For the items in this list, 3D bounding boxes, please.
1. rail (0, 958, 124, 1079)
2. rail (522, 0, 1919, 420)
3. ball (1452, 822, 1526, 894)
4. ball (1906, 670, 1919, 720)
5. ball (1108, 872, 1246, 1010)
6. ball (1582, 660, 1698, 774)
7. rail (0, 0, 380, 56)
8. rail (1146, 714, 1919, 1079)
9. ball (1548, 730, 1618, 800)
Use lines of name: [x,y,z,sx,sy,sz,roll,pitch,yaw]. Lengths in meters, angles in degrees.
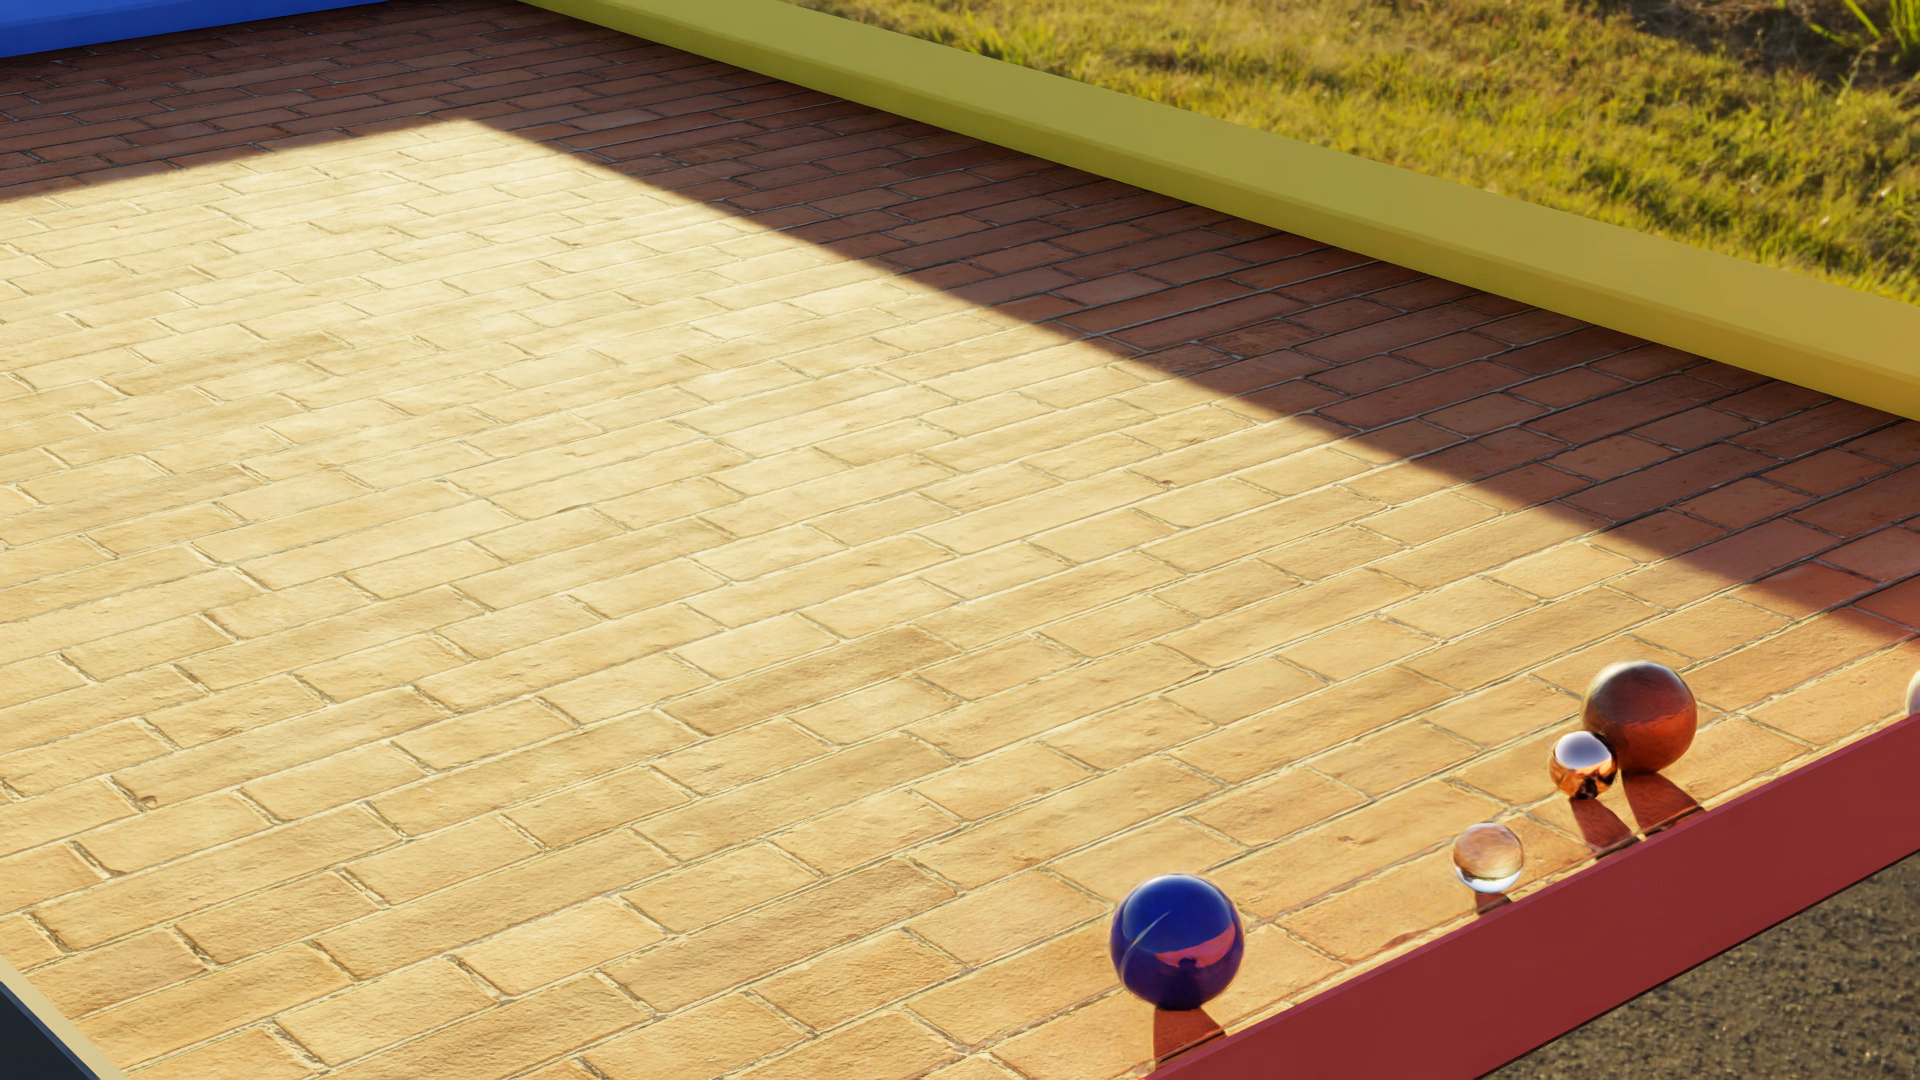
rail: [-1.238,-0.031,2.493,0.045,0.110,3.216,-17,28,-36]
rail: [0.216,-0.480,3.601,0.045,0.110,3.216,-17,28,-36]
ball: [0.355,0.213,1.975,0.049,0.049,0.049,0,22,0]
ball: [0.737,0.120,2.171,0.074,0.074,0.074,0,22,0]
ball: [0.135,0.250,1.835,0.085,0.085,0.085,0,22,0]
ball: [0.494,0.128,2.139,0.083,0.083,0.083,0,22,0]
rail: [-1.518,-0.715,4.181,1.930,0.110,0.045,-17,28,-36]
rail: [0.496,0.204,1.913,1.930,0.110,0.045,-17,28,-36]
ball: [0.445,0.161,2.104,0.049,0.049,0.049,0,22,0]
